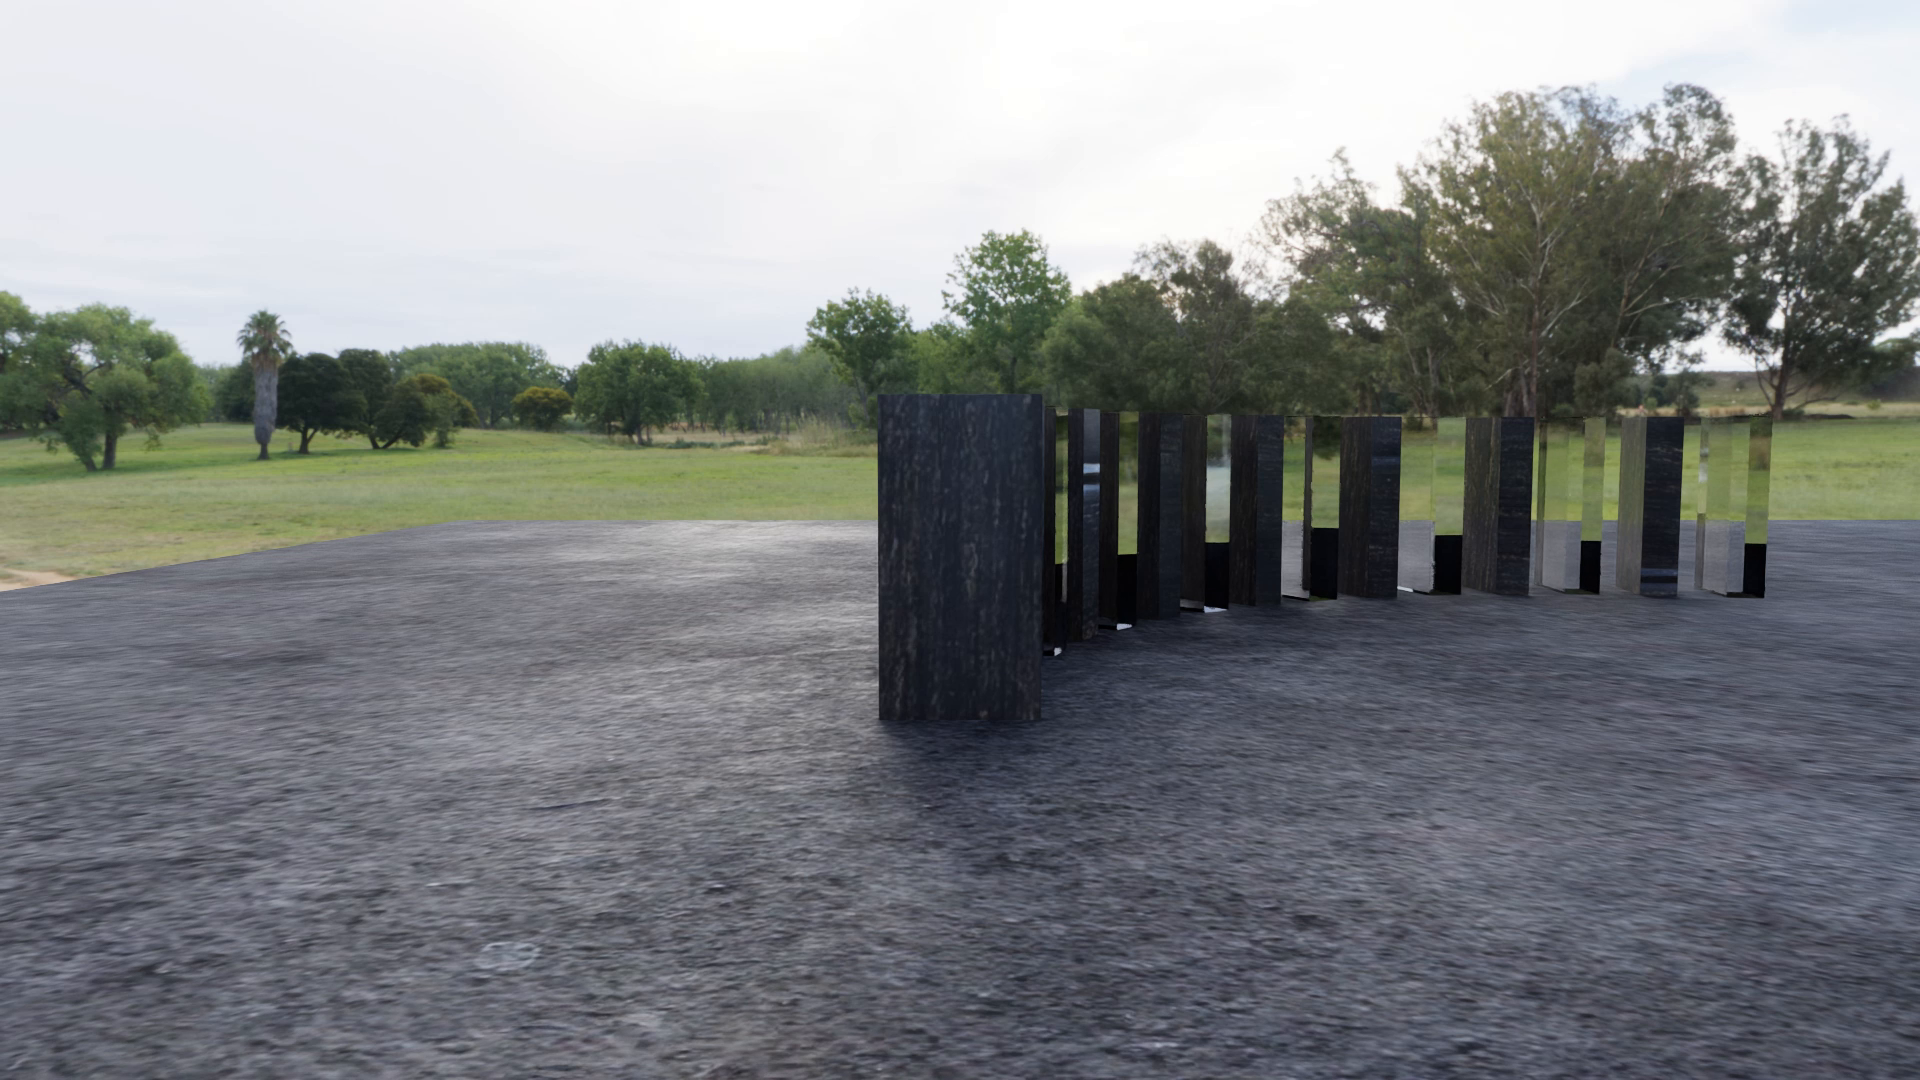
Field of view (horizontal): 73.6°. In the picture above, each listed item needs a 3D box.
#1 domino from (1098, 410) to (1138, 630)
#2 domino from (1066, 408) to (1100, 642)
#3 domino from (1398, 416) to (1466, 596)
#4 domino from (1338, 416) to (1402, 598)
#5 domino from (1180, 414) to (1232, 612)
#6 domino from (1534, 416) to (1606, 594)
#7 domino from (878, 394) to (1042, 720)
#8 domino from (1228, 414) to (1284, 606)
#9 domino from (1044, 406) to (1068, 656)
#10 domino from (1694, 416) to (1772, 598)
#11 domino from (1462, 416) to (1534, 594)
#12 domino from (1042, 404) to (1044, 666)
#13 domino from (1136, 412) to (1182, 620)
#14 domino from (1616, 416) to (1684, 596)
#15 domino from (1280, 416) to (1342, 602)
[{"bbox_3d":[0.028,-0.005,0.302,0.025,0.050,0.009,3,5,34],"label":"domino"},{"bbox_3d":[0.017,-0.004,0.284,0.025,0.050,0.010,2,5,27],"label":"domino"},{"bbox_3d":[0.134,-0.010,0.371,0.010,0.050,0.025,-1,4,-11],"label":"domino"},{"bbox_3d":[0.113,-0.010,0.366,0.010,0.050,0.025,-1,5,-18],"label":"domino"},{"bbox_3d":[0.057,-0.008,0.334,0.010,0.050,0.025,-4,6,-40],"label":"domino"},{"bbox_3d":[0.177,-0.010,0.373,0.010,0.050,0.025,0,4,6],"label":"domino"},{"bbox_3d":[0.000,0.002,0.201,0.025,0.050,0.010,0,4,0],"label":"domino"},{"bbox_3d":[0.075,-0.008,0.347,0.009,0.050,0.025,-3,5,-33],"label":"domino"},{"bbox_3d":[0.009,-0.002,0.264,0.025,0.050,0.009,2,5,20],"label":"domino"},{"bbox_3d":[0.219,-0.010,0.365,0.010,0.050,0.025,1,4,12],"label":"domino"},{"bbox_3d":[0.156,-0.010,0.374,0.010,0.050,0.025,0,4,-3],"label":"domino"},{"bbox_3d":[0.003,-0.001,0.244,0.025,0.050,0.010,1,4,12],"label":"domino"},{"bbox_3d":[0.042,-0.006,0.319,0.025,0.050,0.009,4,6,42],"label":"domino"},{"bbox_3d":[0.198,-0.010,0.370,0.010,0.050,0.025,1,4,13],"label":"domino"},{"bbox_3d":[0.093,-0.009,0.358,0.009,0.050,0.025,-2,5,-25],"label":"domino"}]
